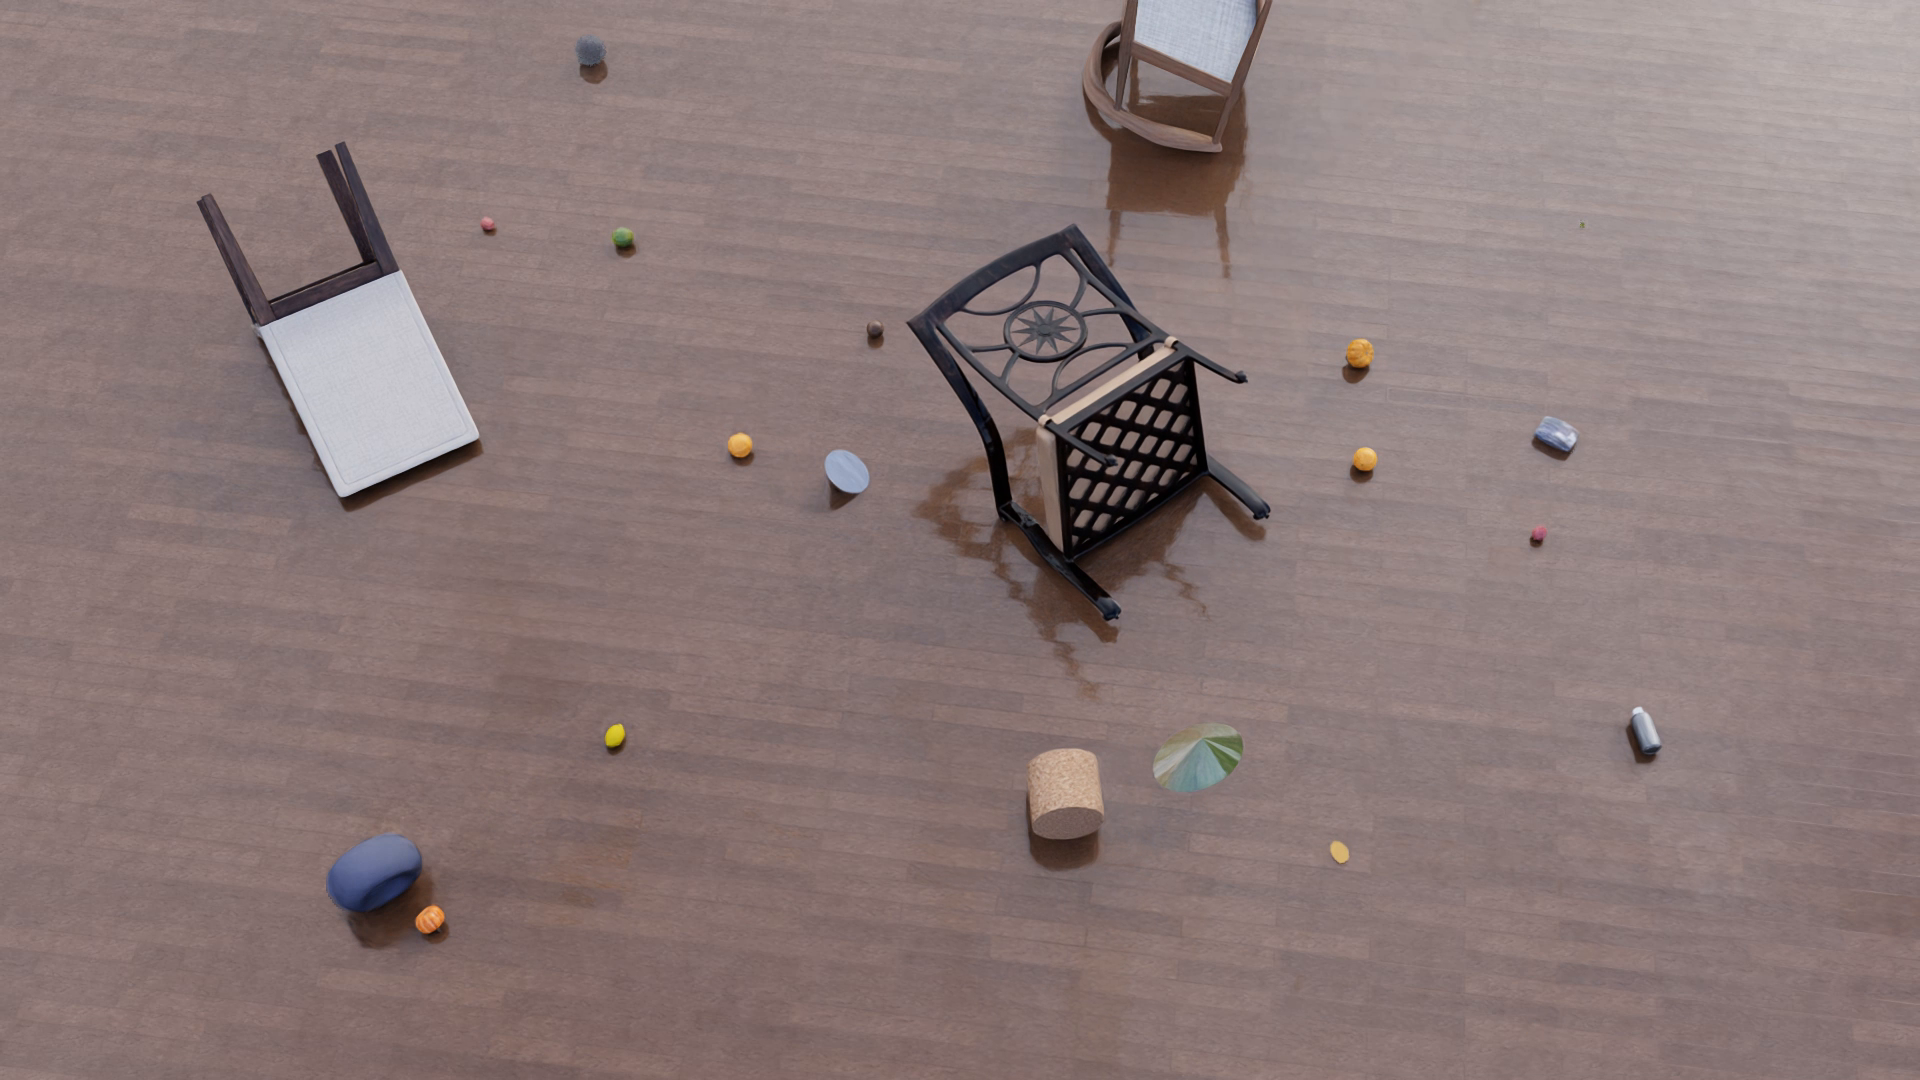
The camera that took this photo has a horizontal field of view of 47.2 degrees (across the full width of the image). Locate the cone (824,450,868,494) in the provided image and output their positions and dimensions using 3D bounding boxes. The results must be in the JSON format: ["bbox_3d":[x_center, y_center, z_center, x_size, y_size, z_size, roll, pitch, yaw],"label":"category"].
[{"bbox_3d":[-0.374,-0.208,6.674,0.107,0.176,0.116,4,66,51],"label":"cone"}]

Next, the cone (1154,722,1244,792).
[{"bbox_3d":[0.668,0.577,6.119,0.282,0.112,0.188,-28,61,-18],"label":"cone"}]

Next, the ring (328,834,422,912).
[{"bbox_3d":[-1.558,0.885,5.860,0.261,0.192,0.129,-26,63,-42],"label":"ring"}]

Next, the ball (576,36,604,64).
[{"bbox_3d":[-1.289,-1.708,7.661,0.098,0.098,0.098,0,56,0],"label":"ball"}]

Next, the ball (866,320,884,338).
[{"bbox_3d":[-0.269,-0.671,6.991,0.056,0.056,0.056,0,56,0],"label":"ball"}]

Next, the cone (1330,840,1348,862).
[{"bbox_3d":[1.044,0.844,5.994,0.041,0.052,0.062,-12,69,-48],"label":"cone"}]

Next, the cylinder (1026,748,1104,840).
[{"bbox_3d":[0.288,0.692,5.993,0.199,0.189,0.177,-23,52,25],"label":"cylinder"}]
